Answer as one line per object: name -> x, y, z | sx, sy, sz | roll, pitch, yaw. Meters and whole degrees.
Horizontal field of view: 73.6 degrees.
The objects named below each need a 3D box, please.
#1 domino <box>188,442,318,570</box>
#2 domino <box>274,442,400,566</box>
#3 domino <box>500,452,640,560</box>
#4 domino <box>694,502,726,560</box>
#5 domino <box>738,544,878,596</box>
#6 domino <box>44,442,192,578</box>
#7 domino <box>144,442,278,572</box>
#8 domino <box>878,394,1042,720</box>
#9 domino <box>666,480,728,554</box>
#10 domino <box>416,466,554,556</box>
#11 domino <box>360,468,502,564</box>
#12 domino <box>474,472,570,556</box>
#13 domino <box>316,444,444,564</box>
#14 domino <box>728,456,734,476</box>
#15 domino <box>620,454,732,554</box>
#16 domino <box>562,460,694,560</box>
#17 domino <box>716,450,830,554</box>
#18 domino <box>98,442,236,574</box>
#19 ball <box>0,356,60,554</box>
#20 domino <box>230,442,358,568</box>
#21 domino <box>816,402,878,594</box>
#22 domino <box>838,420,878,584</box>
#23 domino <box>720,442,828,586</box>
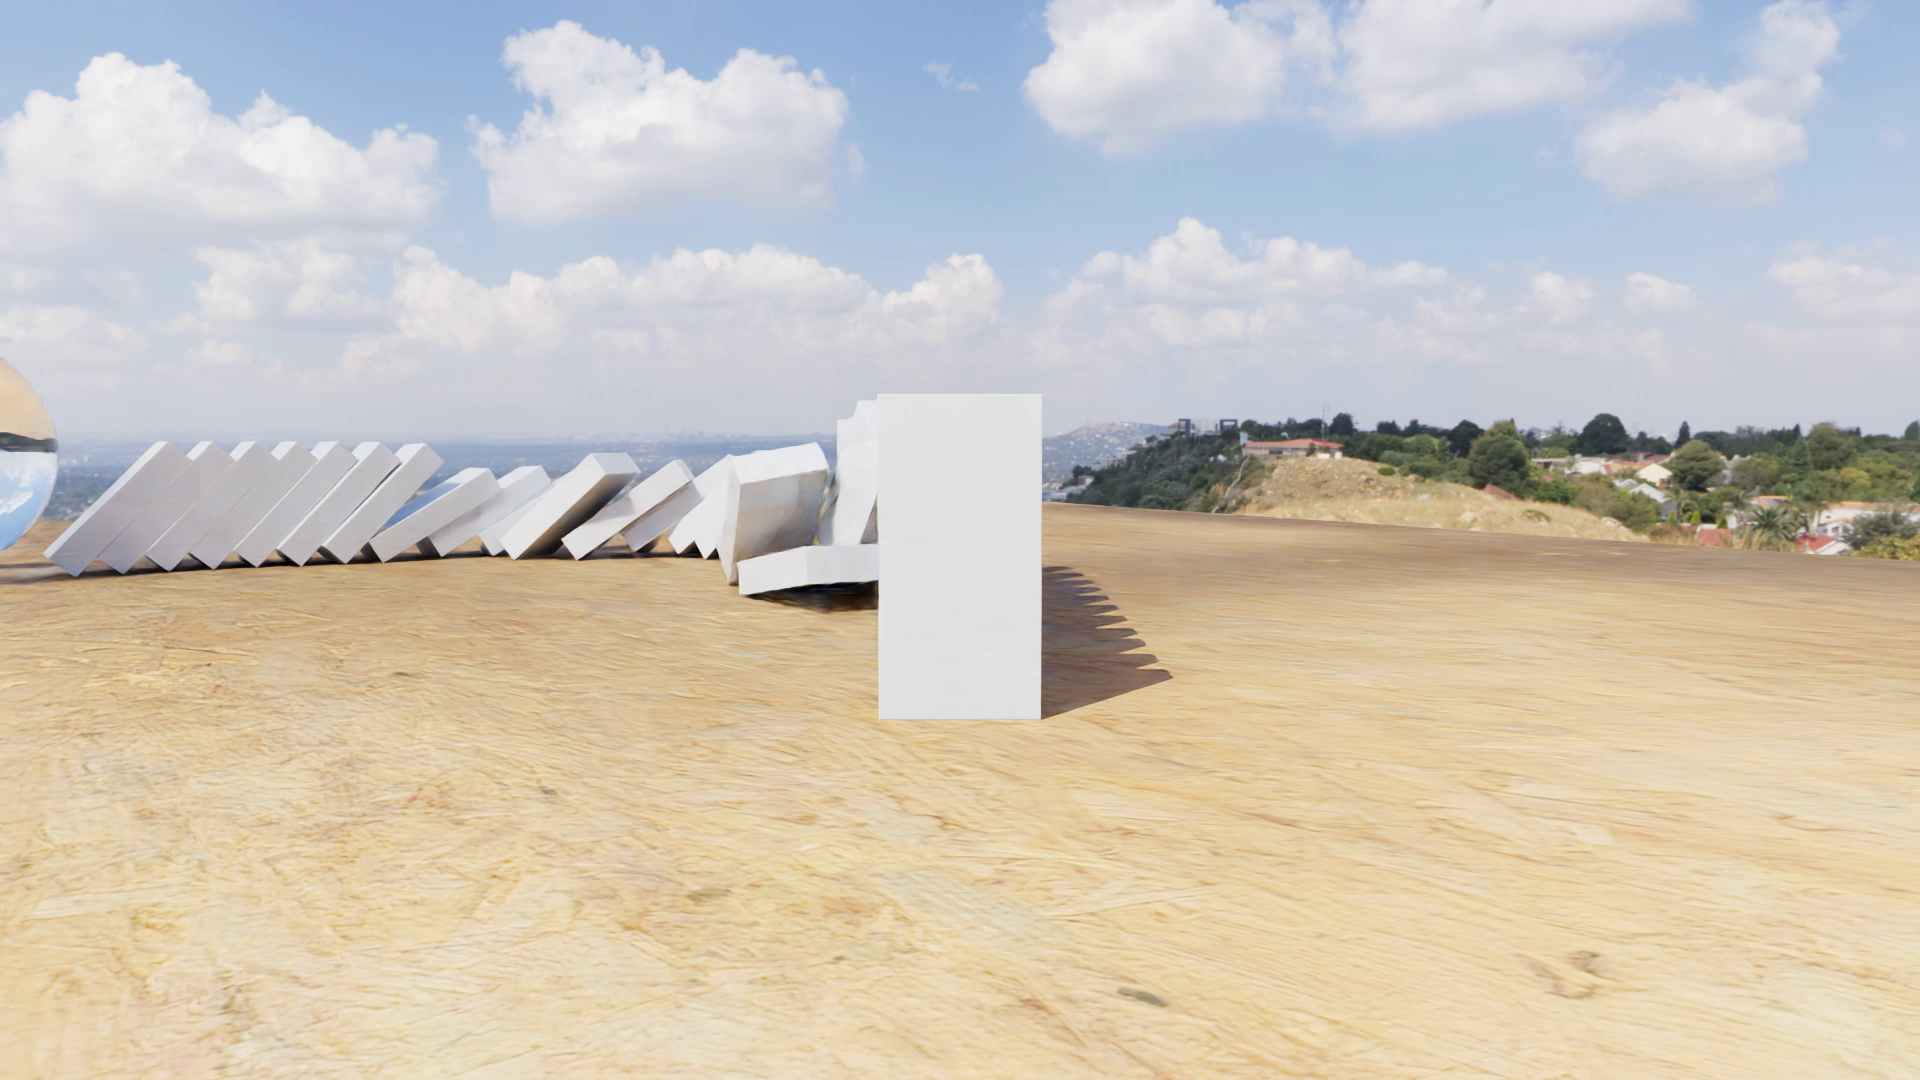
domino -> -0.249, -0.013, 0.450 | 0.025, 0.050, 0.010 | 5, -36, 51
domino -> -0.226, -0.014, 0.462 | 0.025, 0.050, 0.010 | 5, -36, 51
domino -> -0.144, -0.013, 0.474 | 0.050, 0.010, 0.025 | -40, -6, 15
domino -> -0.073, -0.012, 0.469 | 0.050, 0.010, 0.025 | -44, -22, 30
domino -> -0.039, 0.008, 0.345 | 0.025, 0.010, 0.050 | -2, -4, -29
domino -> -0.279, -0.011, 0.424 | 0.025, 0.050, 0.010 | 5, -36, 51
domino -> -0.259, -0.012, 0.441 | 0.025, 0.050, 0.009 | 5, -36, 51
domino -> 0.000, 0.002, 0.201 | 0.025, 0.050, 0.009 | 0, 4, 0
domino -> -0.084, -0.014, 0.482 | 0.050, 0.009, 0.025 | -39, -12, 16
domino -> -0.184, -0.012, 0.493 | 0.050, 0.009, 0.025 | -39, 24, -30
domino -> -0.199, -0.010, 0.479 | 0.050, 0.009, 0.025 | -39, 26, -30
domino -> -0.164, -0.012, 0.499 | 0.050, 0.010, 0.025 | -36, 18, -22
domino -> -0.213, -0.014, 0.467 | 0.025, 0.050, 0.010 | 4, -39, 50
domino -> -0.058, -0.007, 0.392 | 0.025, 0.010, 0.050 | -6, -33, -16
domino -> -0.104, -0.013, 0.489 | 0.050, 0.010, 0.025 | -35, 0, -2
domino -> -0.123, -0.012, 0.480 | 0.050, 0.010, 0.025 | -36, 7, -2
domino -> -0.066, -0.011, 0.451 | 0.025, 0.009, 0.050 | -3, -36, -32
domino -> -0.269, -0.012, 0.433 | 0.025, 0.050, 0.010 | 6, -35, 51
ball -> -0.328, -0.027, 0.398 | 0.080, 0.080, 0.080 | 0, 4, 0
domino -> -0.239, -0.013, 0.457 | 0.025, 0.050, 0.010 | 5, -36, 51
domino -> -0.027, -0.011, 0.358 | 0.009, 0.050, 0.025 | -3, 47, -28
domino -> -0.025, -0.012, 0.393 | 0.025, 0.050, 0.009 | 3, 5, 33
domino -> -0.055, -0.007, 0.373 | 0.025, 0.010, 0.050 | -12, -31, -22
